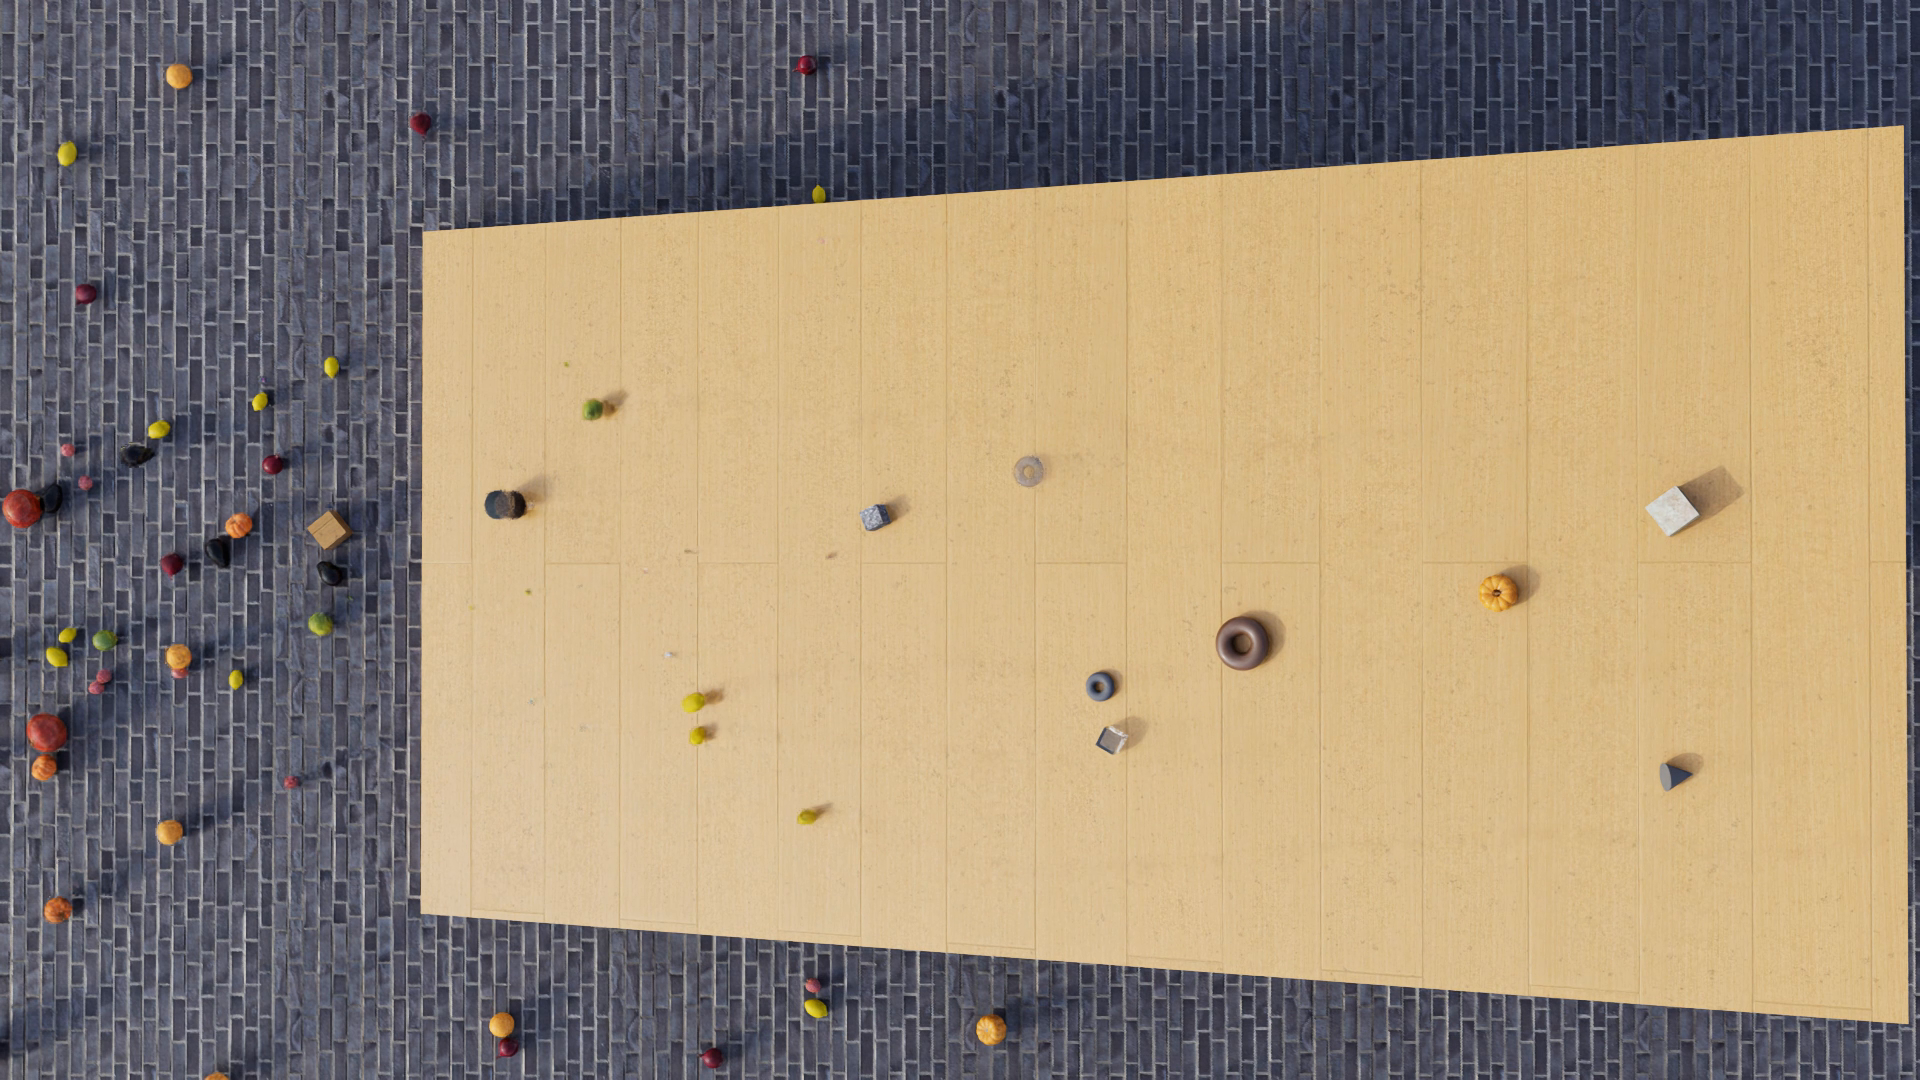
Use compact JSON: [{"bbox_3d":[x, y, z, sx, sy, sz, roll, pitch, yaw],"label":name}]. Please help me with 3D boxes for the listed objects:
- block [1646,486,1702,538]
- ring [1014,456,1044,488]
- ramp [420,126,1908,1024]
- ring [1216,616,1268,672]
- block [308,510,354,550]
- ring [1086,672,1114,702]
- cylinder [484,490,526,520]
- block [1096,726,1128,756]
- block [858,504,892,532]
[{"bbox_3d":[1.638,-0.066,5.049,0.084,0.084,0.084,-39,75,18],"label":"block"},{"bbox_3d":[0.178,-0.177,5.698,0.083,0.028,0.083,0,91,23],"label":"ring"},{"bbox_3d":[0.283,0.085,5.720,4.000,0.100,2.000,0,89,23],"label":"ramp"},{"bbox_3d":[0.701,0.257,5.462,0.137,0.046,0.137,-1,88,24],"label":"ring"},{"bbox_3d":[-1.862,-0.028,6.505,0.082,0.082,0.082,-39,89,0],"label":"block"},{"bbox_3d":[0.358,0.375,5.617,0.077,0.026,0.077,0,90,22],"label":"ring"},{"bbox_3d":[-1.302,-0.099,6.292,0.083,0.083,0.083,0,89,23],"label":"cylinder"},{"bbox_3d":[0.386,0.509,5.589,0.052,0.052,0.052,30,101,20],"label":"block"},{"bbox_3d":[-0.226,-0.059,5.853,0.054,0.054,0.054,-26,80,21],"label":"block"}]
